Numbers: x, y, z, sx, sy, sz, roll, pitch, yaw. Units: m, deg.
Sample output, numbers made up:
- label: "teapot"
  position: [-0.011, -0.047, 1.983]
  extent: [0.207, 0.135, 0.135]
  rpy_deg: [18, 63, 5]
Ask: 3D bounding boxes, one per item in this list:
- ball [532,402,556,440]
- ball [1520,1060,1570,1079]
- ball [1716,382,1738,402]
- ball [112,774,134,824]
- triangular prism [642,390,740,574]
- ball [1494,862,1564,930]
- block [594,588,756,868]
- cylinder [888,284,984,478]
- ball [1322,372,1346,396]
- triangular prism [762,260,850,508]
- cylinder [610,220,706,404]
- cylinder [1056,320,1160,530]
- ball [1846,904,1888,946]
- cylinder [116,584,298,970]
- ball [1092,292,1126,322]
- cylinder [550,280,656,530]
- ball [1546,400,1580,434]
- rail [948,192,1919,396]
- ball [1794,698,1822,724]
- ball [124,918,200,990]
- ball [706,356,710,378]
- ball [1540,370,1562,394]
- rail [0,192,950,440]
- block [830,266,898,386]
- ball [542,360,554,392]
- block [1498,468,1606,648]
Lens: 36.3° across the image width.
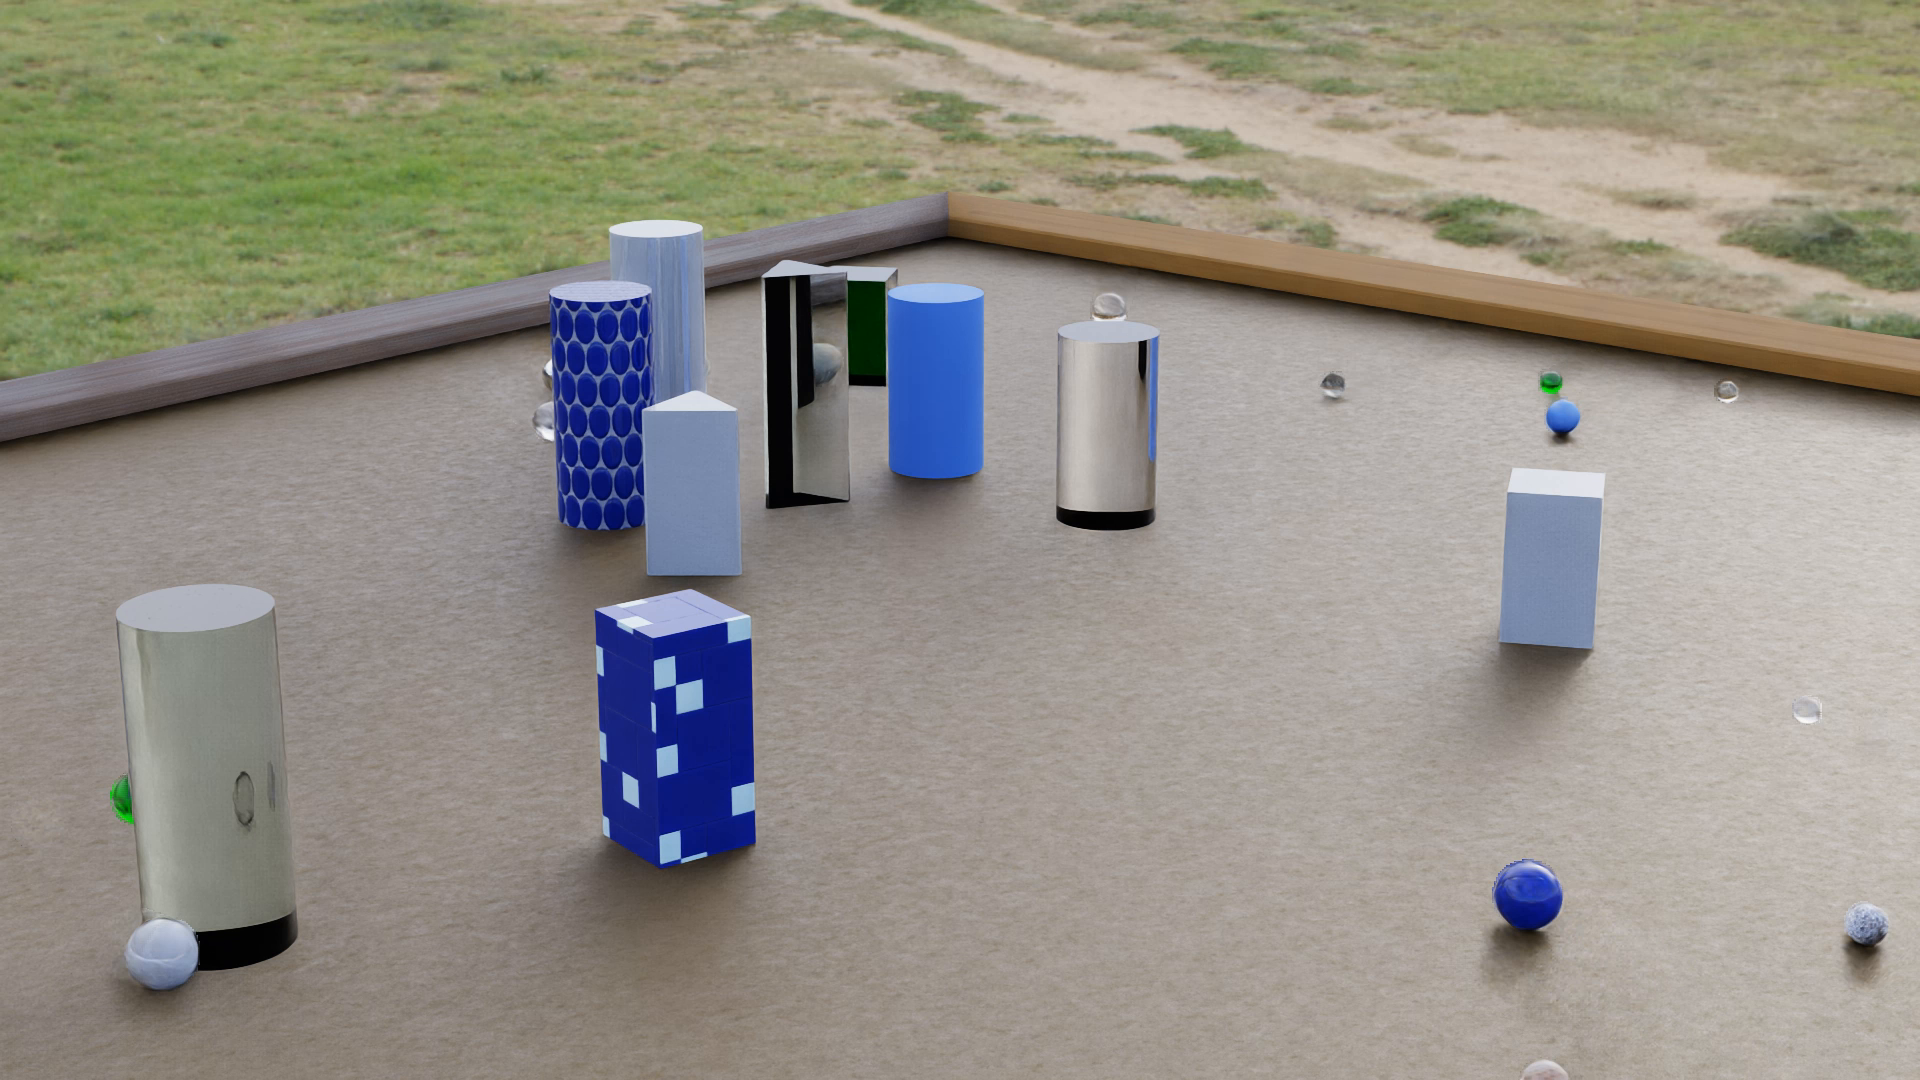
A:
- label: "ball"
  position: [-0.852, -0.248, 6.125]
  extent: [0.081, 0.081, 0.081]
  rpy_deg: [0, 17, 0]
- label: "ball"
  position: [0.661, 0.615, 3.310]
  extent: [0.055, 0.055, 0.055]
  rpy_deg: [0, 17, 0]
- label: "ball"
  position: [1.685, -0.325, 6.437]
  extent: [0.047, 0.047, 0.047]
  rpy_deg: [0, 17, 0]
- label: "ball"
  position: [-1.150, 0.361, 4.115]
  extent: [0.075, 0.075, 0.075]
  rpy_deg: [0, 17, 0]
- label: "triangular prism"
  position: [-0.475, -0.104, 5.261]
  extent: [0.166, 0.303, 0.144]
  rpy_deg: [0, 17, 0]
- label: "ball"
  position: [0.732, 0.458, 3.774]
  extent: [0.087, 0.087, 0.087]
  rpy_deg: [0, 17, 0]
- label: "block"
  position: [-0.390, 0.257, 4.023]
  extent: [0.153, 0.330, 0.153]
  rpy_deg: [-12, 21, -35]
- label: "cylinder"
  position: [-0.048, -0.321, 5.889]
  extent: [0.191, 0.357, 0.191]
  rpy_deg: [0, 17, 0]
- label: "ball"
  position: [0.826, -0.344, 6.487]
  extent: [0.054, 0.054, 0.054]
  rpy_deg: [0, 17, 0]
- label: "triangular prism"
  position: [-0.315, -0.305, 5.667]
  extent: [0.166, 0.453, 0.144]
  rpy_deg: [-5, 18, -17]
- label: "cylinder"
  position: [-0.621, -0.421, 6.058]
  extent: [0.191, 0.450, 0.191]
  rpy_deg: [0, 17, 0]
- label: "cylinder"
  position: [0.279, -0.217, 5.538]
  extent: [0.191, 0.361, 0.191]
  rpy_deg: [0, 17, 0]
- label: "ball"
  position: [1.155, 0.489, 3.732]
  extent: [0.052, 0.052, 0.052]
  rpy_deg: [0, 17, 0]
- label: "cylinder"
  position: [-0.944, 0.297, 3.688]
  extent: [0.191, 0.446, 0.191]
  rpy_deg: [0, 17, 0]
- label: "ball"
  position: [0.364, -0.559, 7.146]
  extent: [0.086, 0.086, 0.086]
  rpy_deg: [0, 17, 0]
- label: "cylinder"
  position: [-0.670, -0.255, 5.532]
  extent: [0.191, 0.437, 0.191]
  rpy_deg: [0, 17, 0]
- label: "ball"
  position: [1.271, -0.260, 6.180]
  extent: [0.071, 0.071, 0.071]
  rpy_deg: [0, 17, 0]
- label: "rail"
  position: [1.602, -0.502, 6.887]
  extent: [4.377, 0.124, 0.045]
  rpy_deg: [14, 22, 39]
- label: "ball"
  position: [1.301, 0.263, 4.502]
  extent: [0.041, 0.041, 0.041]
  rpy_deg: [0, 17, 0]
- label: "ball"
  position: [-0.981, 0.509, 3.605]
  extent: [0.088, 0.088, 0.088]
  rpy_deg: [0, 17, 0]
- label: "ball"
  position: [-0.606, -0.386, 6.545]
  extent: [0.096, 0.096, 0.096]
  rpy_deg: [0, 17, 0]
- label: "ball"
  position: [1.313, -0.351, 6.515]
  extent: [0.051, 0.051, 0.051]
  rpy_deg: [0, 17, 0]
- label: "rail"
  position: [-1.635, -0.379, 6.479]
  extent: [0.045, 0.124, 4.934]
  rpy_deg: [14, 22, 39]
- label: "block"
  position: [-0.229, -0.484, 6.631]
  extent: [0.153, 0.240, 0.153]
  rpy_deg: [3, 17, 9]
- label: "ball"
  position: [-0.887, -0.367, 6.517]
  extent: [0.081, 0.081, 0.081]
  rpy_deg: [0, 17, 0]
- label: "block"
  position: [0.989, 0.029, 4.897]
  extent: [0.153, 0.260, 0.153]
  rpy_deg: [4, 17, 13]
